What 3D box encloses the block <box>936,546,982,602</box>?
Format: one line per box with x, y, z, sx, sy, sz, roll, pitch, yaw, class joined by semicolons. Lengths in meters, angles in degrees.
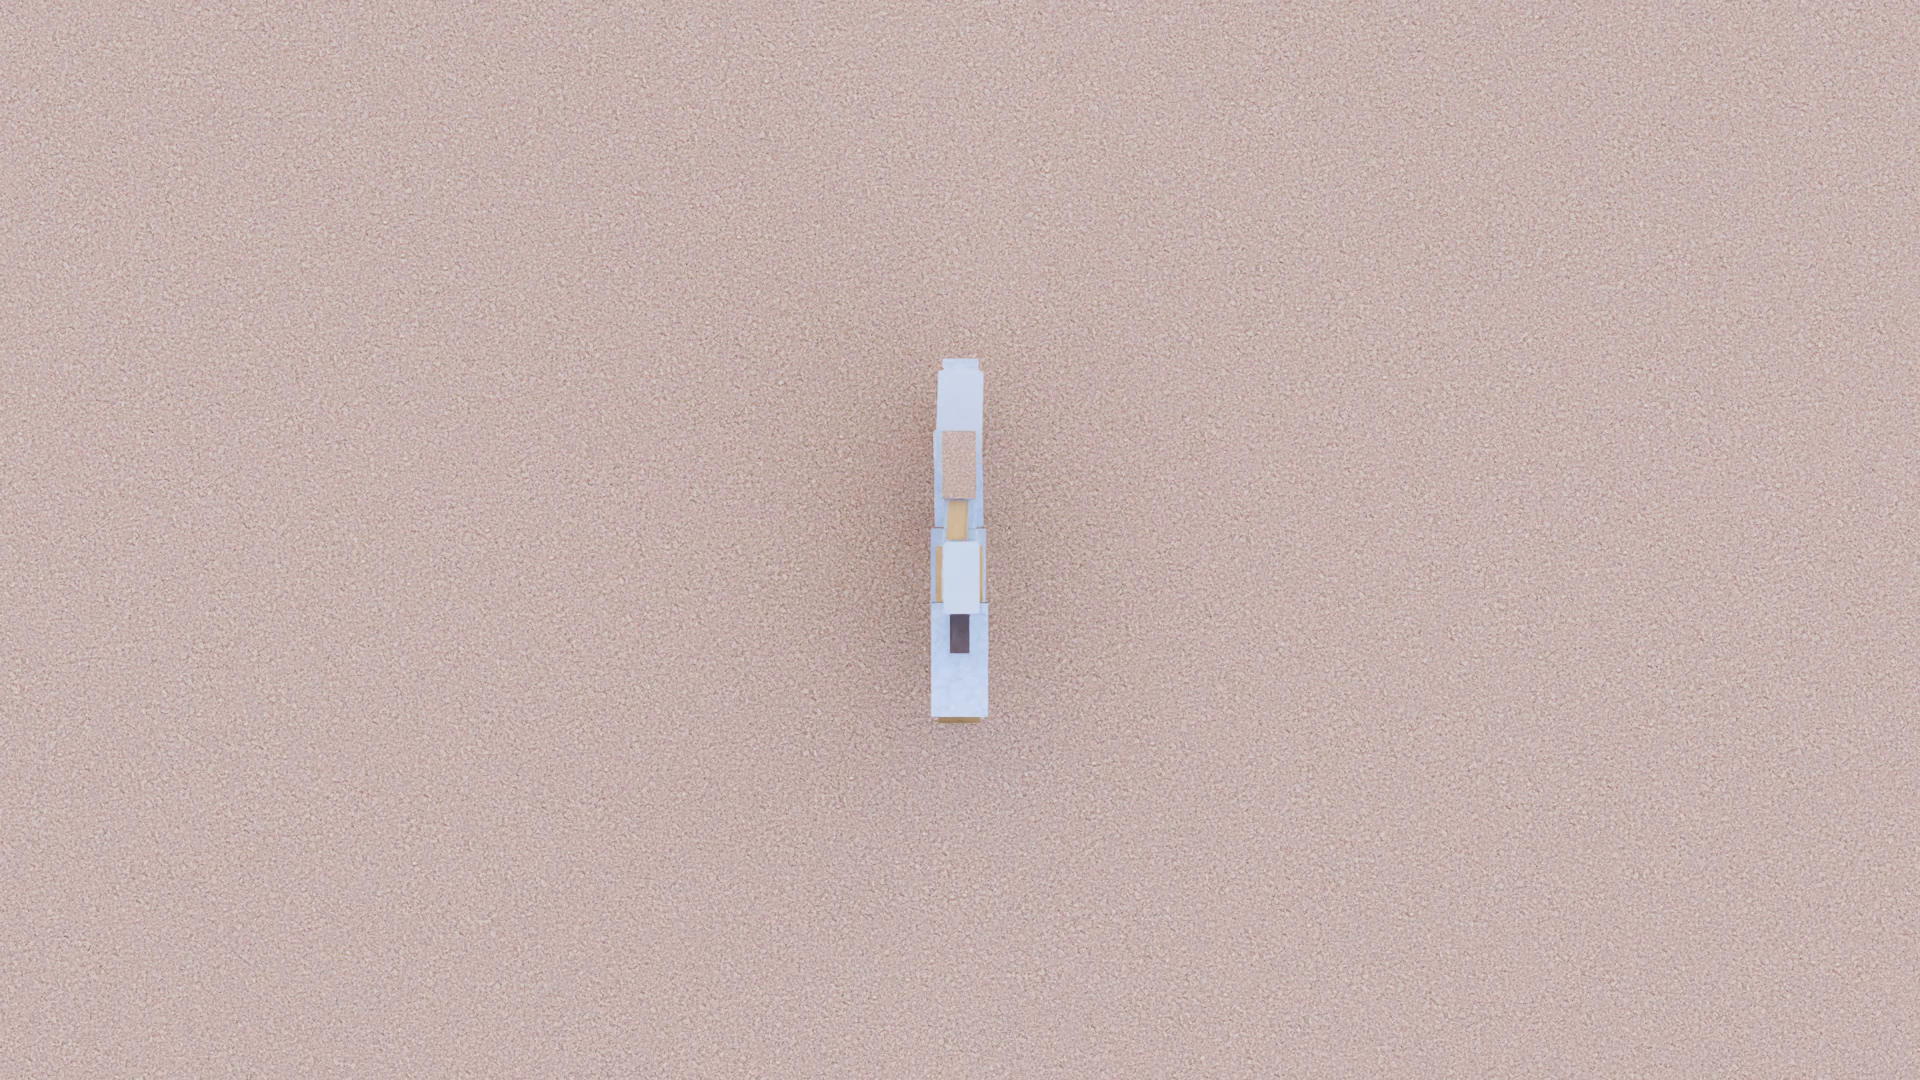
-0.002;0.155;4.816;0.137;0.039;0.275;0;90;0;block

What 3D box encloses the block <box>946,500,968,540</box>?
-0.007;-0.054;4.457;0.054;0.015;0.109;3;90;2;block

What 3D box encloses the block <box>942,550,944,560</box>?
0.001;0.038;4.417;0.092;0.313;0.026;0;90;0;block

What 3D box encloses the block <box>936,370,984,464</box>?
-0.002;-0.345;4.637;0.128;0.036;0.256;2;86;-1;block

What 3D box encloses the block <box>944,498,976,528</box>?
-0.001;-0.125;4.701;0.091;0.026;0.182;1;90;0;block

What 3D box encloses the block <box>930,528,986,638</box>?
-0.005;0.135;5.134;0.171;0.048;0.342;0;90;0;block

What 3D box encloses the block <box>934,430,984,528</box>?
-0.004;-0.192;5.175;0.152;0.043;0.303;-1;90;0;block

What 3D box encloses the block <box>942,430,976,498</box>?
-0.003;-0.203;4.423;0.091;0.026;0.183;0;98;0;block

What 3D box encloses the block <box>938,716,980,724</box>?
-0.003;0.444;5.216;0.133;0.038;0.266;0;90;0;block

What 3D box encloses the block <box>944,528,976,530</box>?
0.002;-0.081;4.909;0.094;0.027;0.187;0;90;0;block

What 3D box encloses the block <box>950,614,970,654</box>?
-0.001;0.245;4.334;0.052;0.015;0.104;0;90;0;block

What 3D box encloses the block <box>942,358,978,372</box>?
0.002;-0.463;5.256;0.114;0.032;0.228;0;90;0;block

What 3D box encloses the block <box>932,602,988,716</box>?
-0.001;0.323;4.468;0.153;0.043;0.307;0;90;0;block

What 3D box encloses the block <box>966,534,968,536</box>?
-0.006;-0.018;4.519;0.054;0.109;0.015;1;90;2;block

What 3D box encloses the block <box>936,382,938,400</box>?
-0.005;-0.432;4.790;0.128;0.256;0.036;0;91;-2;block

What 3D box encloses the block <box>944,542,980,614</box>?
0.004;0.097;4.248;0.092;0.026;0.184;0;90;0;block

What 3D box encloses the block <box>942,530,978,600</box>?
-0.001;0.068;4.588;0.097;0.028;0.194;1;90;0;block
